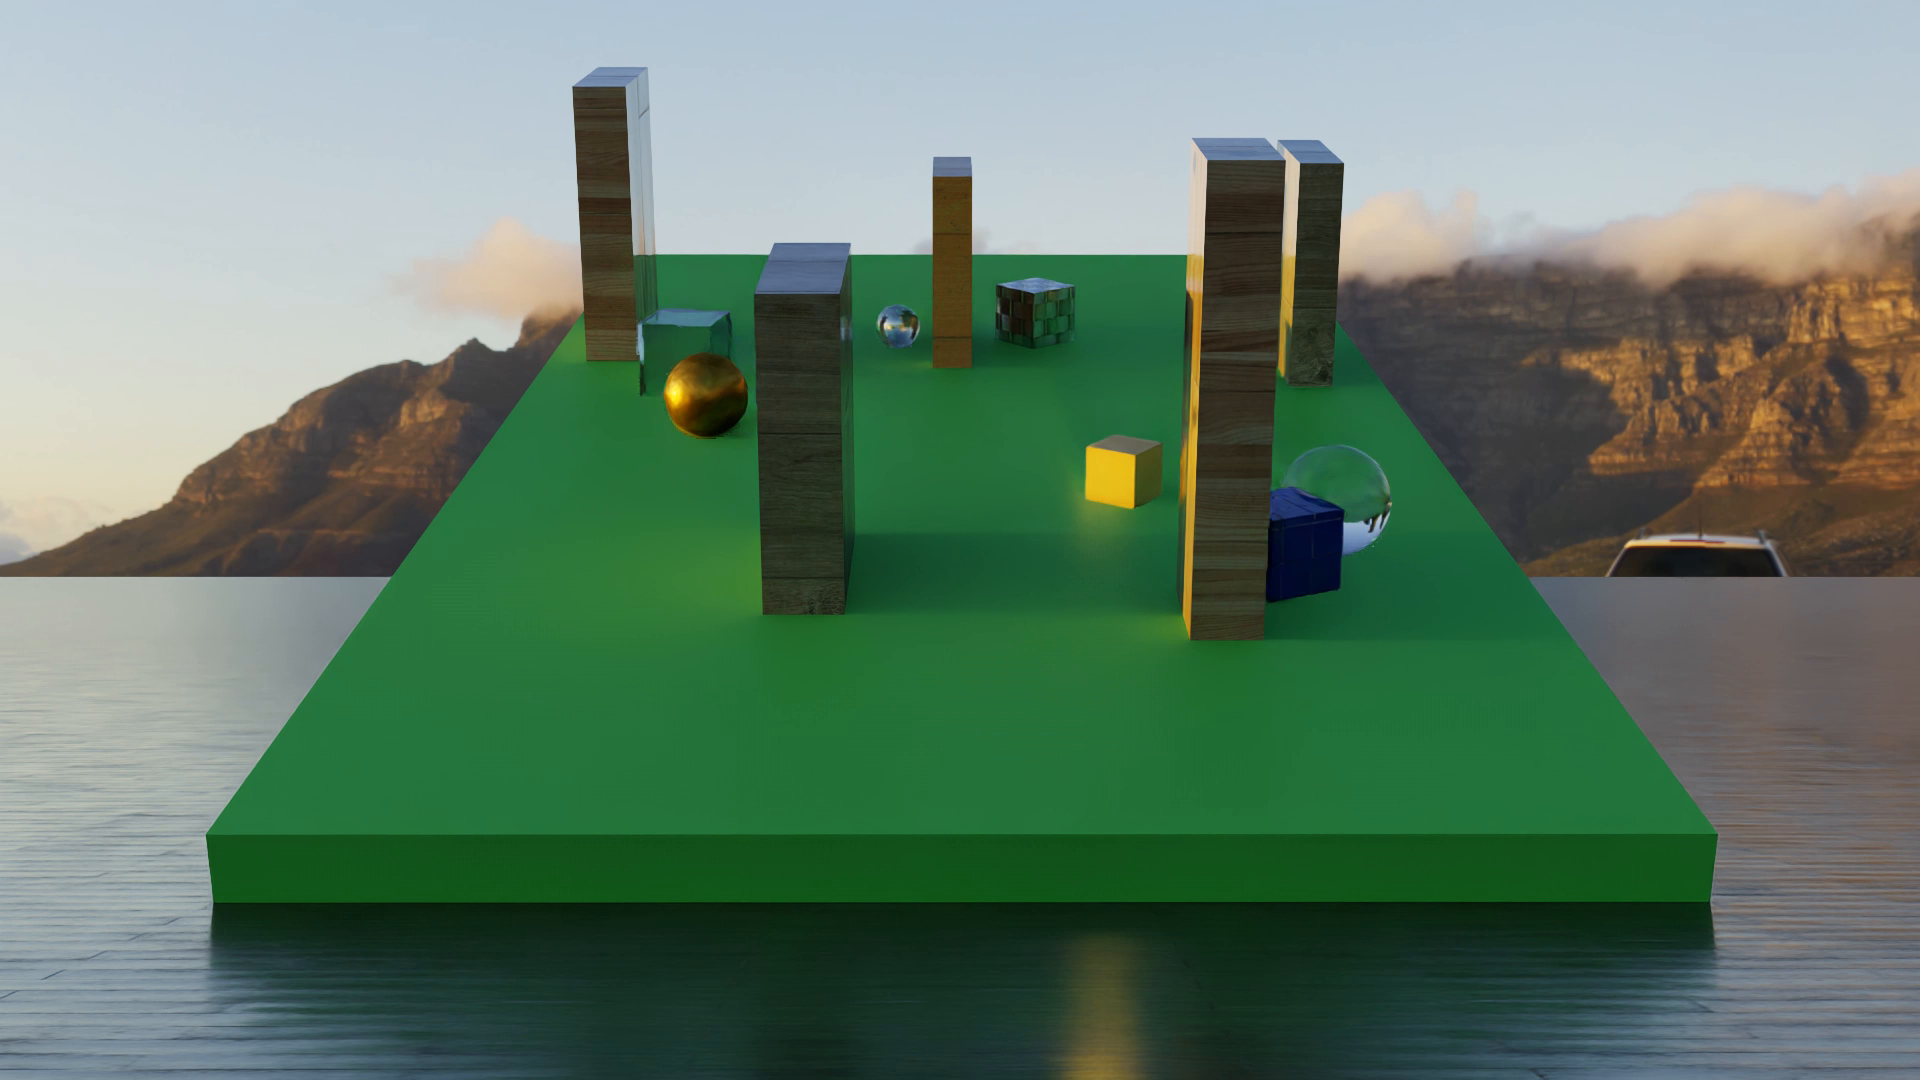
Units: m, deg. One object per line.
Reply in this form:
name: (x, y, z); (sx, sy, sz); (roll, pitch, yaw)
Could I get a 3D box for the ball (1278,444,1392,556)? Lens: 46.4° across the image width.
ball: (0.674, -0.071, 4.036); (0.204, 0.204, 0.204); (0, -1, 0)

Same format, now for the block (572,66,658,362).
block: (-0.849, -0.814, 5.556); (0.125, 0.662, 0.407); (0, 18, 0)

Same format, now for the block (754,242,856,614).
block: (-0.263, -0.204, 3.886); (0.137, 0.547, 0.440); (0, 18, 0)

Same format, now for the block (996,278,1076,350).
block: (0.190, -0.575, 5.663); (0.142, 0.142, 0.142); (-15, 23, -38)

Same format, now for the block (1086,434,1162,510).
block: (0.321, -0.134, 4.379); (0.109, 0.109, 0.109); (12, 22, 32)

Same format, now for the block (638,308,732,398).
block: (-0.634, -0.432, 5.183); (0.169, 0.169, 0.169); (4, 19, 10)

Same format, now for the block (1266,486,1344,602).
block: (0.561, 0.006, 3.893); (0.147, 0.147, 0.147); (-9, 20, -26)

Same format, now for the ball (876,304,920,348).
ball: (-0.155, -0.532, 5.585); (0.109, 0.109, 0.109); (0, -1, 0)

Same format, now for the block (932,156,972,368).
block: (-0.019, -0.684, 5.483); (0.094, 0.461, 0.313); (0, 18, 0)

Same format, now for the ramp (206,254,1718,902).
ramp: (-0.004, -0.189, 4.878); (2.000, 0.100, 4.000); (0, 18, 0)

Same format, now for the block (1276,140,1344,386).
block: (0.819, -0.663, 5.328); (0.101, 0.521, 0.370); (0, 18, 0)

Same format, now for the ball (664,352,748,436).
ball: (-0.543, -0.311, 4.799); (0.180, 0.180, 0.180); (0, -1, 0)

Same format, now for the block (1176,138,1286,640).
block: (0.435, -0.245, 3.642); (0.120, 0.780, 0.240); (0, 18, 0)
